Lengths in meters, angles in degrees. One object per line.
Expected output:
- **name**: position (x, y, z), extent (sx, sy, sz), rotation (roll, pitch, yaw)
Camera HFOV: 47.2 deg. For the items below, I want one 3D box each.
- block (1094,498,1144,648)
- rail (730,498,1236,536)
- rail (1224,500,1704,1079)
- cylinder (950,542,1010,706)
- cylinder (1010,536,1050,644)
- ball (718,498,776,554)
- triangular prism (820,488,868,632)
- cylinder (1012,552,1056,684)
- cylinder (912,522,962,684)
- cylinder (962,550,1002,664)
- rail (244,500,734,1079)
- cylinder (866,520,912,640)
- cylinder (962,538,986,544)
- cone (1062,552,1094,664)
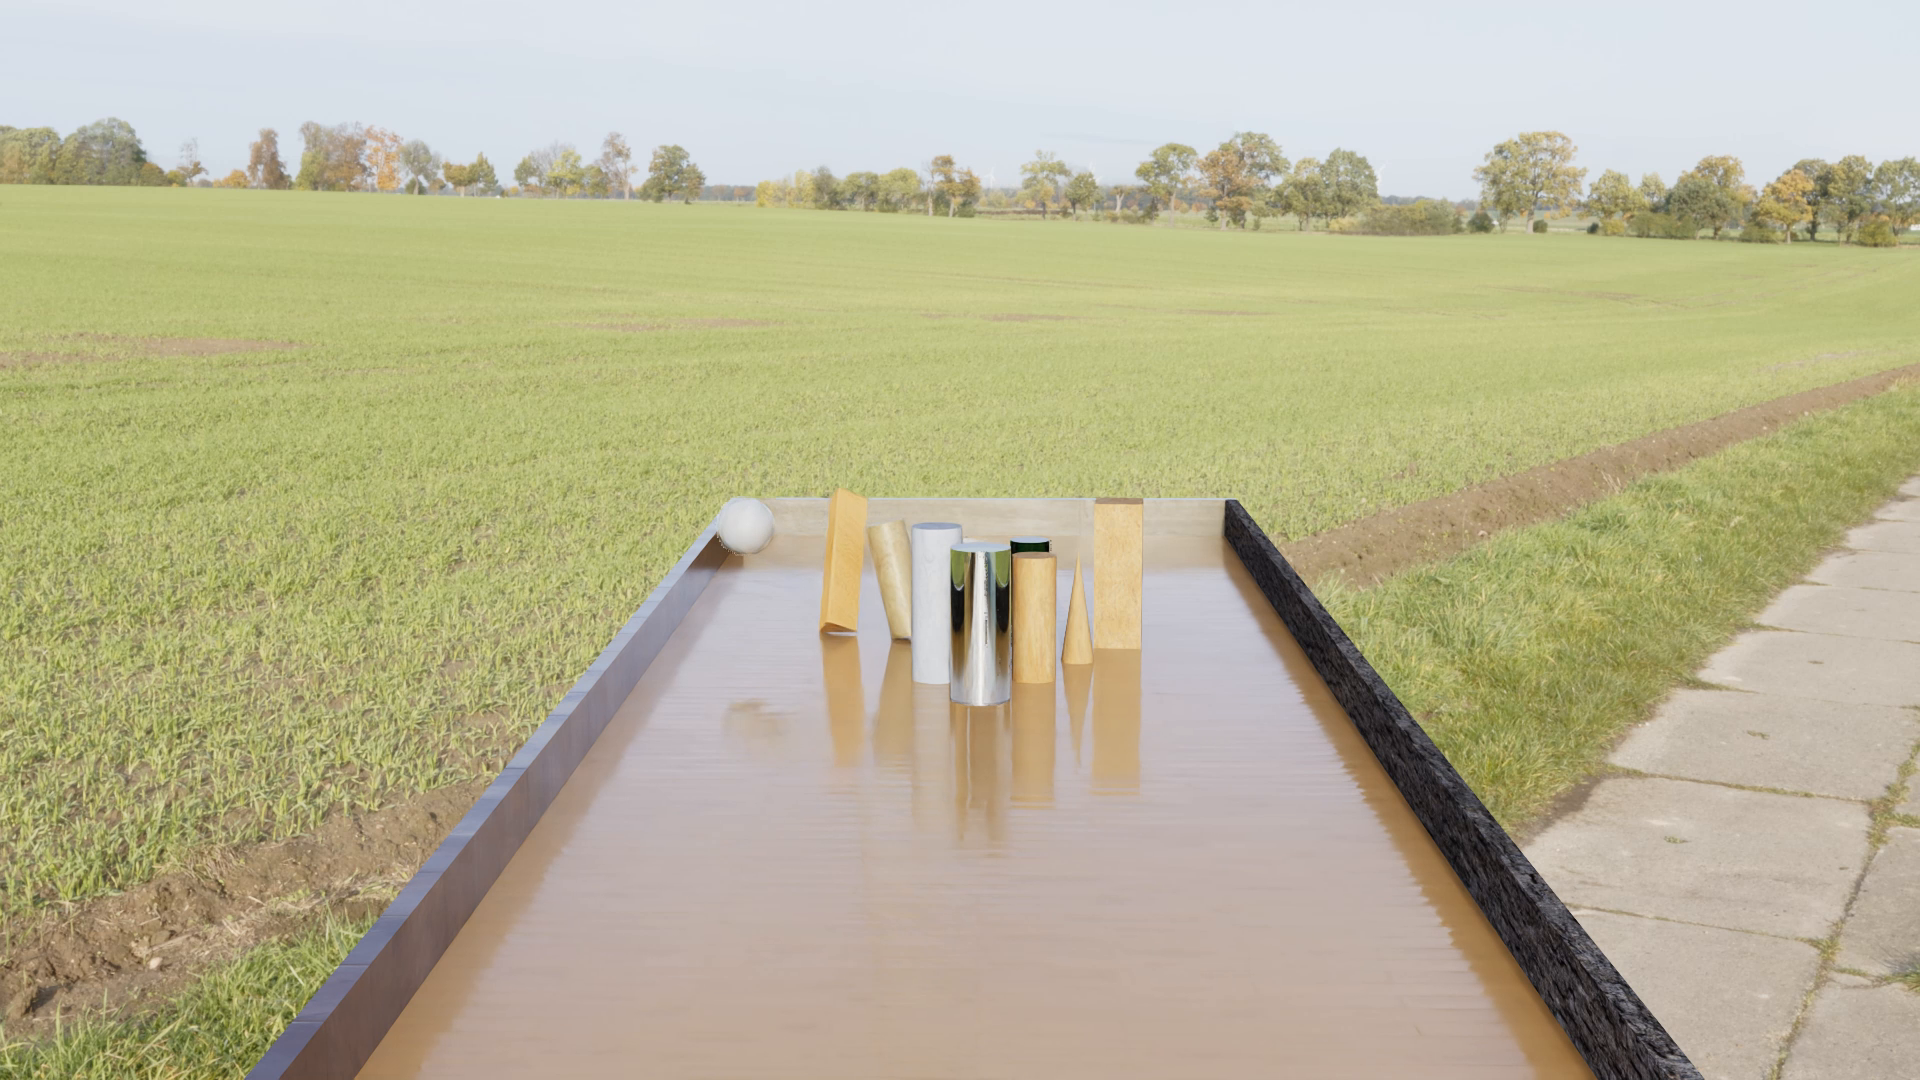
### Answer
- **block**: position (0.498, 0.103, 6.907), extent (0.148, 0.455, 0.148), rotation (1, 9, 5)
- **rail**: position (0.099, -0.098, 9.147), extent (2.100, 0.150, 0.050), rotation (0, 9, 1)
- **rail**: position (1.046, 0.843, 3.208), extent (0.050, 0.150, 12.000), rotation (0, 9, 1)
- **cylinder**: position (0.057, 0.234, 6.153), extent (0.170, 0.432, 0.170), rotation (0, 9, 0)
- **cylinder**: position (0.219, 0.163, 6.921), extent (0.124, 0.332, 0.124), rotation (0, 9, 0)
- **ball**: position (-0.695, -0.044, 7.161), extent (0.186, 0.186, 0.186), rotation (0, 9, 0)
- **triangular prism**: position (-0.401, 0.073, 7.158), extent (0.110, 0.456, 0.127), rotation (-14, -26, 43)
- **cylinder**: position (0.216, 0.225, 6.418), extent (0.129, 0.366, 0.129), rotation (0, 9, 0)
- **cylinder**: position (-0.068, 0.183, 6.414), extent (0.148, 0.452, 0.148), rotation (0, 9, 0)
- **cylinder**: position (0.058, 0.201, 6.701), extent (0.146, 0.326, 0.146), rotation (0, 9, 0)
- **rail**: position (-1.004, 0.839, 3.234), extent (0.050, 0.150, 12.000), rotation (0, 9, 1)
- **cylinder**: position (-0.197, 0.126, 6.985), extent (0.129, 0.363, 0.129), rotation (-13, -2, 0)
- **cylinder**: position (-0.003, 0.146, 7.020), extent (0.139, 0.311, 0.139), rotation (10, 0, 0)
- **cone**: position (0.358, 0.196, 6.666), extent (0.101, 0.346, 0.101), rotation (0, 9, 0)
